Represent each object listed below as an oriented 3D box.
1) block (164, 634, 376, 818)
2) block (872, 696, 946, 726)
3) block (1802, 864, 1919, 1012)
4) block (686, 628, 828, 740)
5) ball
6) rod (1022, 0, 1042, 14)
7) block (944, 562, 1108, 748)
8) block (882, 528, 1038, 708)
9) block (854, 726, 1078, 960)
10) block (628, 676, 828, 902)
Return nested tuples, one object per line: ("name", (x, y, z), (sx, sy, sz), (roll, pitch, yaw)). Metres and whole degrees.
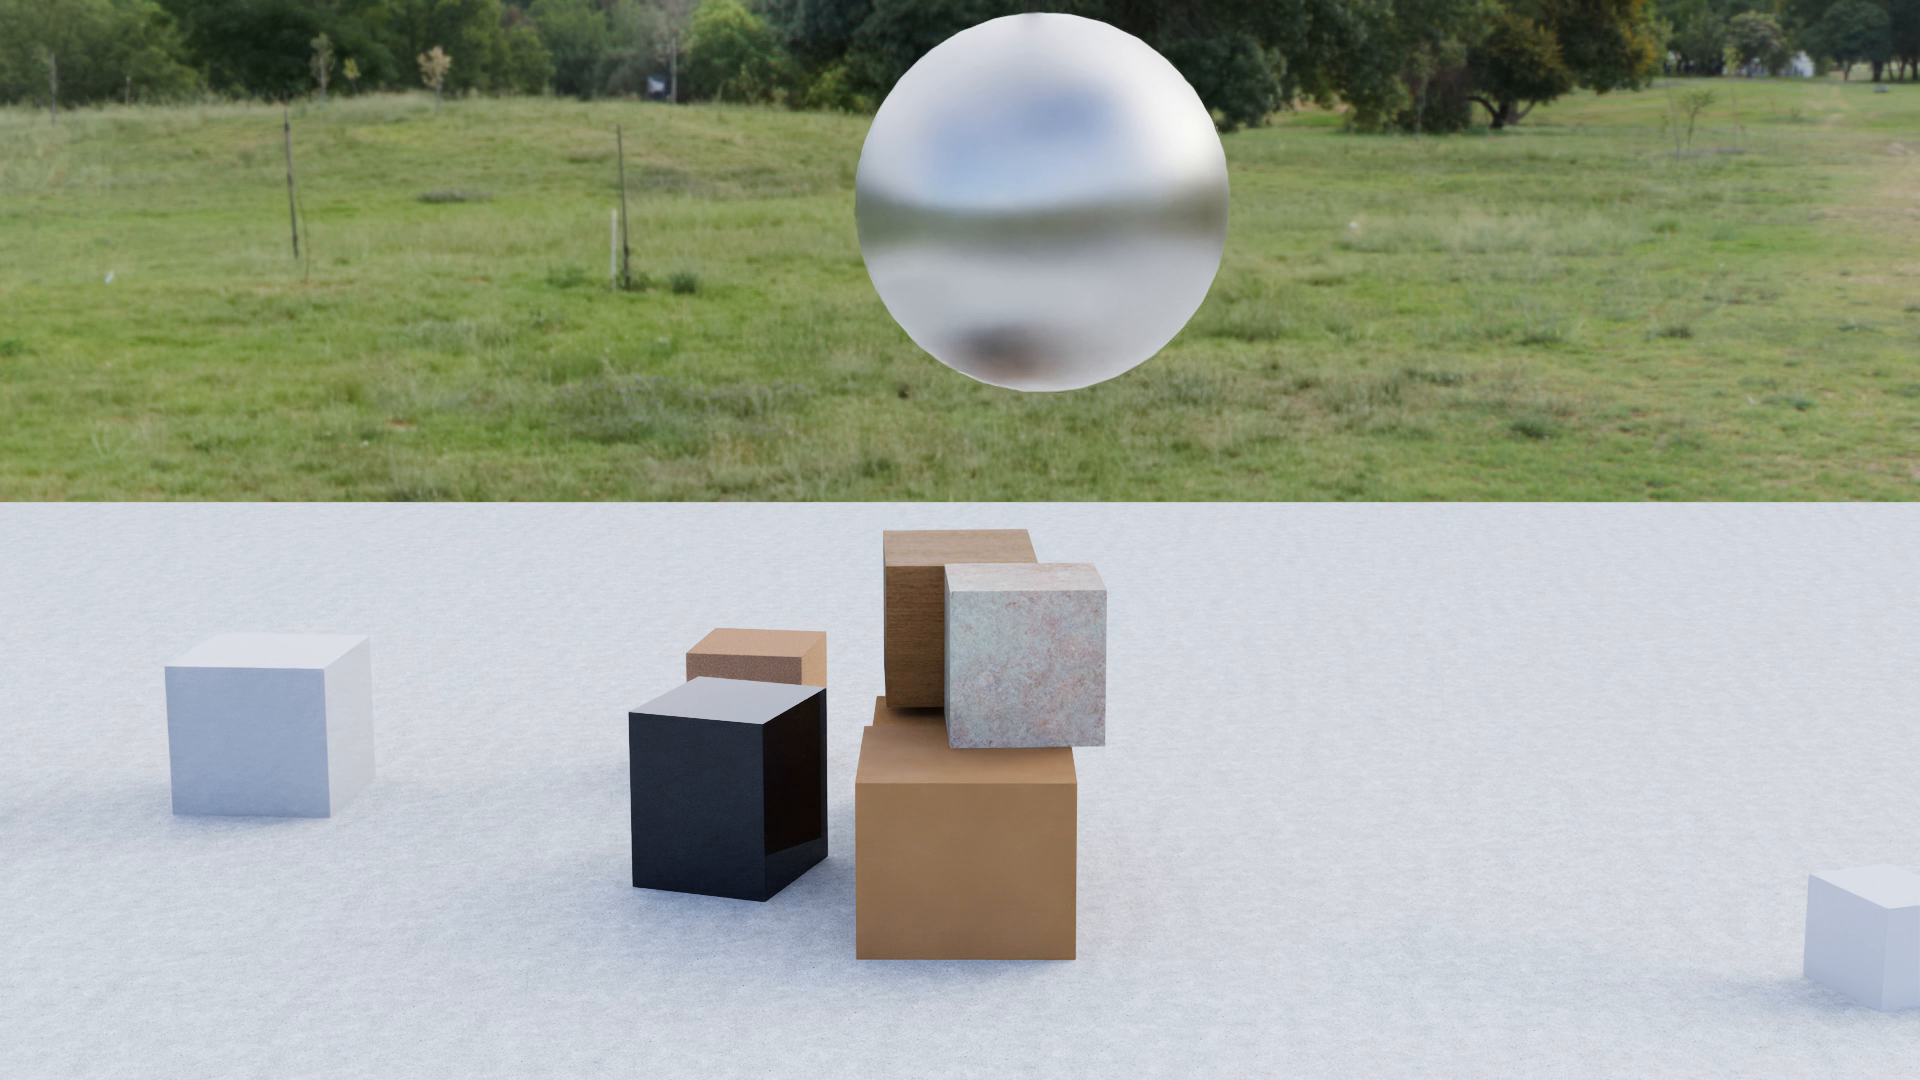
("block", (-3.366, 0.899, 12.575), (0.773, 0.733, 0.731), (1, 10, 4))
("block", (0.003, 1.118, 11.460), (0.769, 0.701, 0.672), (0, 10, 0))
("block", (3.592, 1.538, 9.959), (0.385, 0.410, 0.463), (-4, 11, -19))
("block", (-1.036, 0.836, 13.178), (0.593, 0.640, 0.607), (2, 10, 9))
("ball", (0.349, -1.430, 10.920), (1.600, 1.600, 1.600), (0, 10, 0))
("rod", (0.151, -4.770, 10.313), (0.080, 5.200, 0.080), (-3, 10, 1))
("block", (0.270, 0.483, 10.941), (0.650, 0.668, 0.593), (0, 11, -3))
("block", (-0.006, 0.343, 11.571), (0.666, 0.640, 0.690), (-1, 13, -3))
("block", (0.026, 1.244, 10.679), (0.882, 0.732, 0.907), (0, 10, 0))
("block", (-1.016, 1.089, 11.372), (0.633, 0.788, 0.704), (4, 11, 19))
